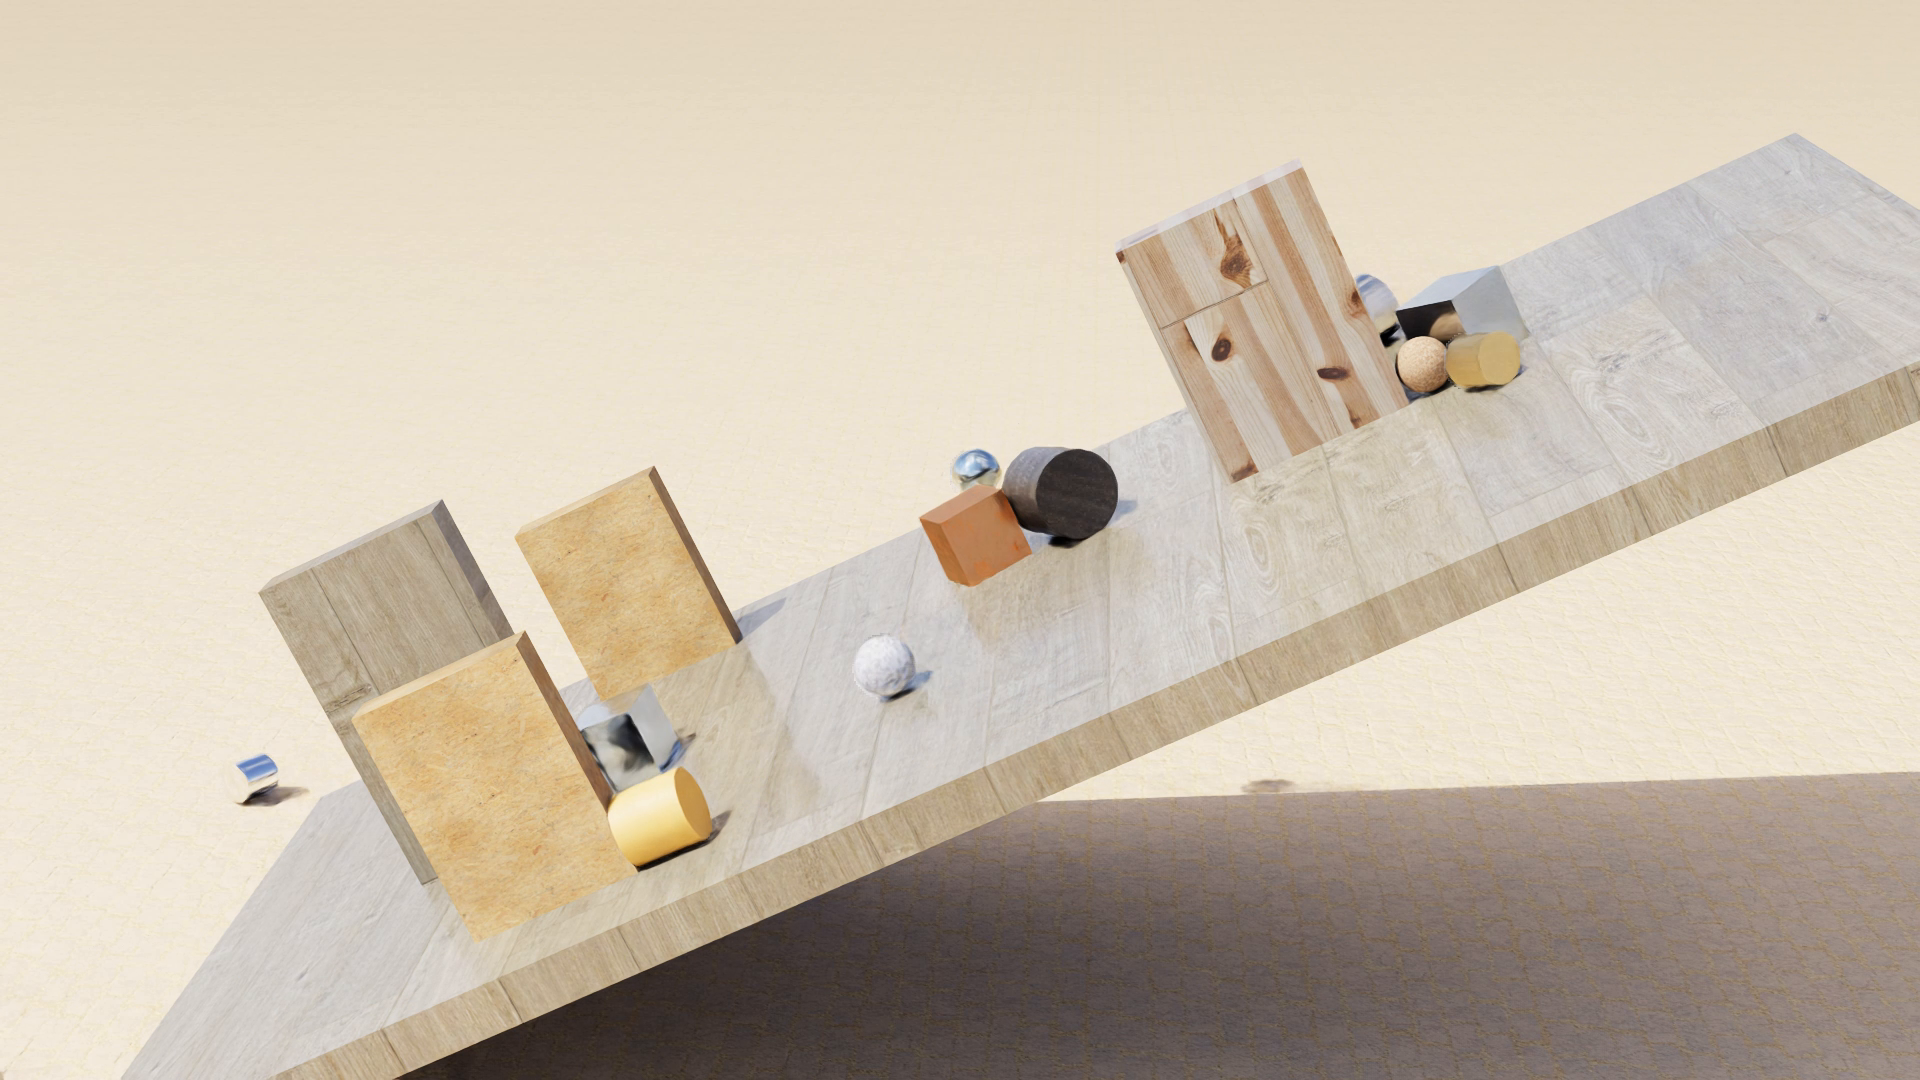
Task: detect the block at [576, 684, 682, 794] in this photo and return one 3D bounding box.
[{"bbox_3d":[-0.724,0.433,6.334,0.158,0.158,0.158,-22,14,17],"label":"block"}]

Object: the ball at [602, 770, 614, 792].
[{"bbox_3d":[-0.791,0.536,6.063,0.161,0.161,0.161,0,16,0],"label":"ball"}]

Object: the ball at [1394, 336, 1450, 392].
[{"bbox_3d":[0.986,-0.373,6.262,0.120,0.120,0.120,0,16,0],"label":"ball"}]

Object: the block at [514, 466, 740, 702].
[{"bbox_3d":[-0.794,0.108,7.045,0.360,0.461,0.098,-24,13,9],"label":"block"}]

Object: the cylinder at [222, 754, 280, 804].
[{"bbox_3d":[-1.874,0.628,7.766,0.106,0.106,0.106,11,19,33],"label":"cylinder"}]

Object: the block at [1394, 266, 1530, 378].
[{"bbox_3d":[1.080,-0.466,6.329,0.171,0.171,0.171,-35,16,-33],"label":"block"}]

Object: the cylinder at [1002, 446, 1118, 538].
[{"bbox_3d":[0.221,-0.107,6.519,0.196,0.196,0.196,-6,6,-21],"label":"cylinder"}]

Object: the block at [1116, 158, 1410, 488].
[{"bbox_3d":[0.645,-0.463,6.286,0.430,0.561,0.134,-24,13,9],"label":"block"}]

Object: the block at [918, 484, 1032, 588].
[{"bbox_3d":[0.034,-0.011,6.589,0.162,0.162,0.162,-30,14,-13],"label":"block"}]

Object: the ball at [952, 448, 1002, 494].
[{"bbox_3d":[0.041,-0.163,7.264,0.124,0.124,0.124,0,16,0],"label":"ball"}]

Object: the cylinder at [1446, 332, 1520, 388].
[{"bbox_3d":[1.084,-0.375,6.099,0.110,0.110,0.110,-9,4,-28],"label":"cylinder"}]

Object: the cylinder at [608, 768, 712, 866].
[{"bbox_3d":[-0.582,0.535,5.695,0.148,0.148,0.148,-23,12,13],"label":"cylinder"}]

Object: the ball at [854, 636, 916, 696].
[{"bbox_3d":[-0.153,0.257,5.997,0.125,0.125,0.125,0,16,0],"label":"ball"}]

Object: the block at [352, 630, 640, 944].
[{"bbox_3d":[-0.891,0.480,5.700,0.359,0.508,0.097,-24,13,9],"label":"block"}]

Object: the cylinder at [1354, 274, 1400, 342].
[{"bbox_3d":[0.912,-0.509,6.832,0.160,0.160,0.160,-34,32,-29],"label":"cylinder"}]

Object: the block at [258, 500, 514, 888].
[{"bbox_3d":[-1.118,0.329,6.233,0.414,0.727,0.108,-24,13,9],"label":"block"}]

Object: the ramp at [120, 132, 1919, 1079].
[{"bbox_3d":[0.136,0.169,6.282,4.000,0.100,2.000,-24,13,9],"label":"ramp"}]
